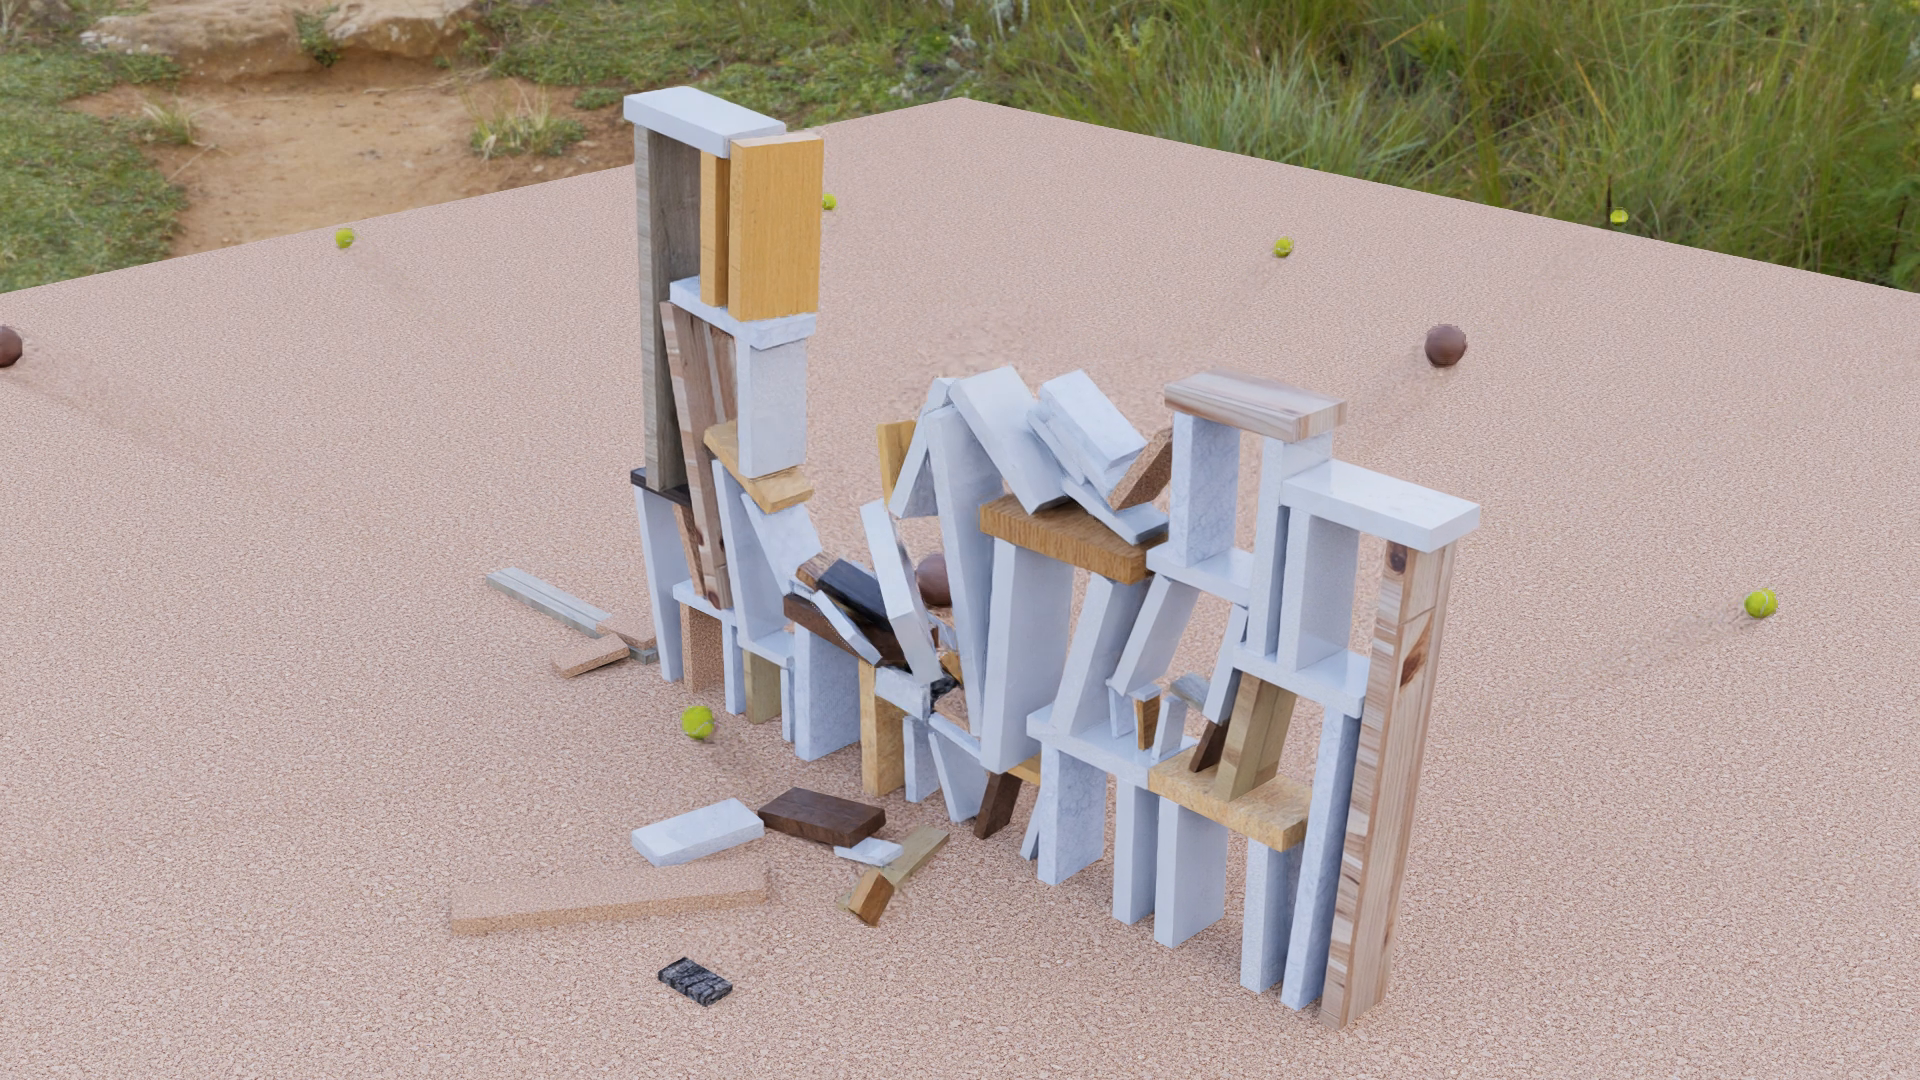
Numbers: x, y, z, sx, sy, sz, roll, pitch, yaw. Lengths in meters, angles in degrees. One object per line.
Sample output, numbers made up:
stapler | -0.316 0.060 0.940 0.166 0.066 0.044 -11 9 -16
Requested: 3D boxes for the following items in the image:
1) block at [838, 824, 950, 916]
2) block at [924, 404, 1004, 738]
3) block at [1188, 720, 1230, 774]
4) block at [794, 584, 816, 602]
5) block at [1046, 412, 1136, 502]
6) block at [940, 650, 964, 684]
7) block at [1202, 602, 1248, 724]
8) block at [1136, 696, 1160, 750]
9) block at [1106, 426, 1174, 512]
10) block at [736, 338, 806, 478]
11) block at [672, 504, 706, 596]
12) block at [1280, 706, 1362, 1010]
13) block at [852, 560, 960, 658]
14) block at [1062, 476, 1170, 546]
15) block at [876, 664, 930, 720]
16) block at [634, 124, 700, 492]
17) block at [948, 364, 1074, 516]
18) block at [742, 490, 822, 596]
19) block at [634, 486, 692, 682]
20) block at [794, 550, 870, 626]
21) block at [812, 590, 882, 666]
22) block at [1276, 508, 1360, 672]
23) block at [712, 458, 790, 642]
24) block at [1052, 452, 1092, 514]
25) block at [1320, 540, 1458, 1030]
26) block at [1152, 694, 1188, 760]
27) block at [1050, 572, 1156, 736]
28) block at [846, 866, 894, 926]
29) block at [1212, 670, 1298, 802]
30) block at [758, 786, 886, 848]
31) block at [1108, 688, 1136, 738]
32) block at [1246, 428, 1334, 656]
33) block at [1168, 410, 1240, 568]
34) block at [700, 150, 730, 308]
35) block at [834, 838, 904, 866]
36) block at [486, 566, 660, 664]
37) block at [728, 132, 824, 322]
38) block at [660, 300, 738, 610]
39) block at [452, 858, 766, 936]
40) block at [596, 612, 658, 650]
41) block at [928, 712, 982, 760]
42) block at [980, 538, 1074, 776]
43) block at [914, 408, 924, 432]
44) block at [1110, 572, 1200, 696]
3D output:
block | -0.125 0.636 4.239 0.063 0.018 0.322 12 26 26
block | 0.040 0.054 4.160 0.040 0.646 0.139 11 27 43
block | 0.449 0.356 3.891 0.061 0.121 0.017 -19 51 -37
block | -0.287 0.112 4.538 0.106 0.015 0.053 24 33 38
block | 0.250 -0.158 3.922 0.098 0.028 0.196 -18 60 -34
block | 0.031 0.340 4.565 0.032 0.229 0.114 -36 -7 -18
block | 0.493 0.195 3.783 0.119 0.238 0.034 -21 45 -40
block | 0.343 0.329 3.993 0.014 0.095 0.048 16 28 43
block | 0.338 -0.128 3.798 0.098 0.196 0.028 -17 64 -37
block | -0.387 -0.285 4.537 0.147 0.293 0.042 -20 32 -40
block | -0.557 0.010 4.833 0.103 0.207 0.029 -21 12 -40
block | 0.638 0.525 3.748 0.131 0.604 0.037 -21 36 -41
block | -0.099 0.155 4.624 0.314 0.032 0.114 35 -9 15
block | 0.278 -0.063 3.907 0.091 0.026 0.183 -21 48 -38
block | -0.114 0.296 4.355 0.020 0.070 0.140 -19 31 -39
block | -0.600 -0.495 4.662 0.160 0.798 0.045 -21 33 -40
block | 0.110 -0.185 4.030 0.140 0.040 0.279 -21 71 -40
block | -0.361 -0.006 4.623 0.117 0.235 0.033 -17 -11 -40
block | -0.654 0.087 4.971 0.104 0.458 0.029 -21 22 -41
block | -0.237 0.097 4.472 0.181 0.026 0.090 35 38 16
block | -0.223 0.172 4.330 0.026 0.090 0.181 -44 38 0
block | 0.591 0.064 3.605 0.140 0.280 0.040 -20 32 -39
block | -0.448 0.009 4.722 0.033 0.399 0.117 9 22 45
block | 0.234 -0.135 4.015 0.091 0.026 0.183 -15 64 -33
block | 0.705 0.402 3.634 0.140 0.921 0.040 -21 34 -40
block | 0.379 0.332 3.949 0.061 0.126 0.017 -22 40 -41
block | 0.279 0.183 4.010 0.175 0.351 0.050 -21 47 -40
block | -0.161 0.651 4.006 0.023 0.082 0.165 25 -13 16
block | 0.517 0.319 3.794 0.130 0.261 0.037 -21 42 -40
block | -0.276 0.552 4.385 0.233 0.033 0.117 9 24 35
block | 0.297 0.309 4.039 0.048 0.095 0.014 -20 22 -39
block | 0.544 -0.006 3.632 0.039 0.386 0.137 23 32 39
block | 0.416 -0.102 3.736 0.039 0.274 0.137 21 31 39
block | -0.447 -0.643 4.444 0.045 0.320 0.160 26 34 38
block | -0.178 0.605 4.284 0.126 0.018 0.063 7 23 41
block | -0.926 0.178 5.313 0.650 0.023 0.081 21 31 41
block | -0.367 -0.623 4.382 0.179 0.358 0.051 -12 30 -31
block | -0.520 -0.192 4.714 0.147 0.674 0.042 -21 21 -40
block | -0.660 0.669 4.141 0.578 0.033 0.117 -4 23 -10
block | -0.769 0.214 5.167 0.163 0.023 0.081 17 28 35
block | 0.014 0.373 4.285 0.140 0.020 0.070 34 41 22
block | 0.129 0.196 4.156 0.050 0.489 0.175 25 33 37
block | -0.057 -0.182 4.229 0.082 0.165 0.023 -14 39 -43
block | 0.357 0.151 3.915 0.119 0.272 0.034 -22 53 -41
